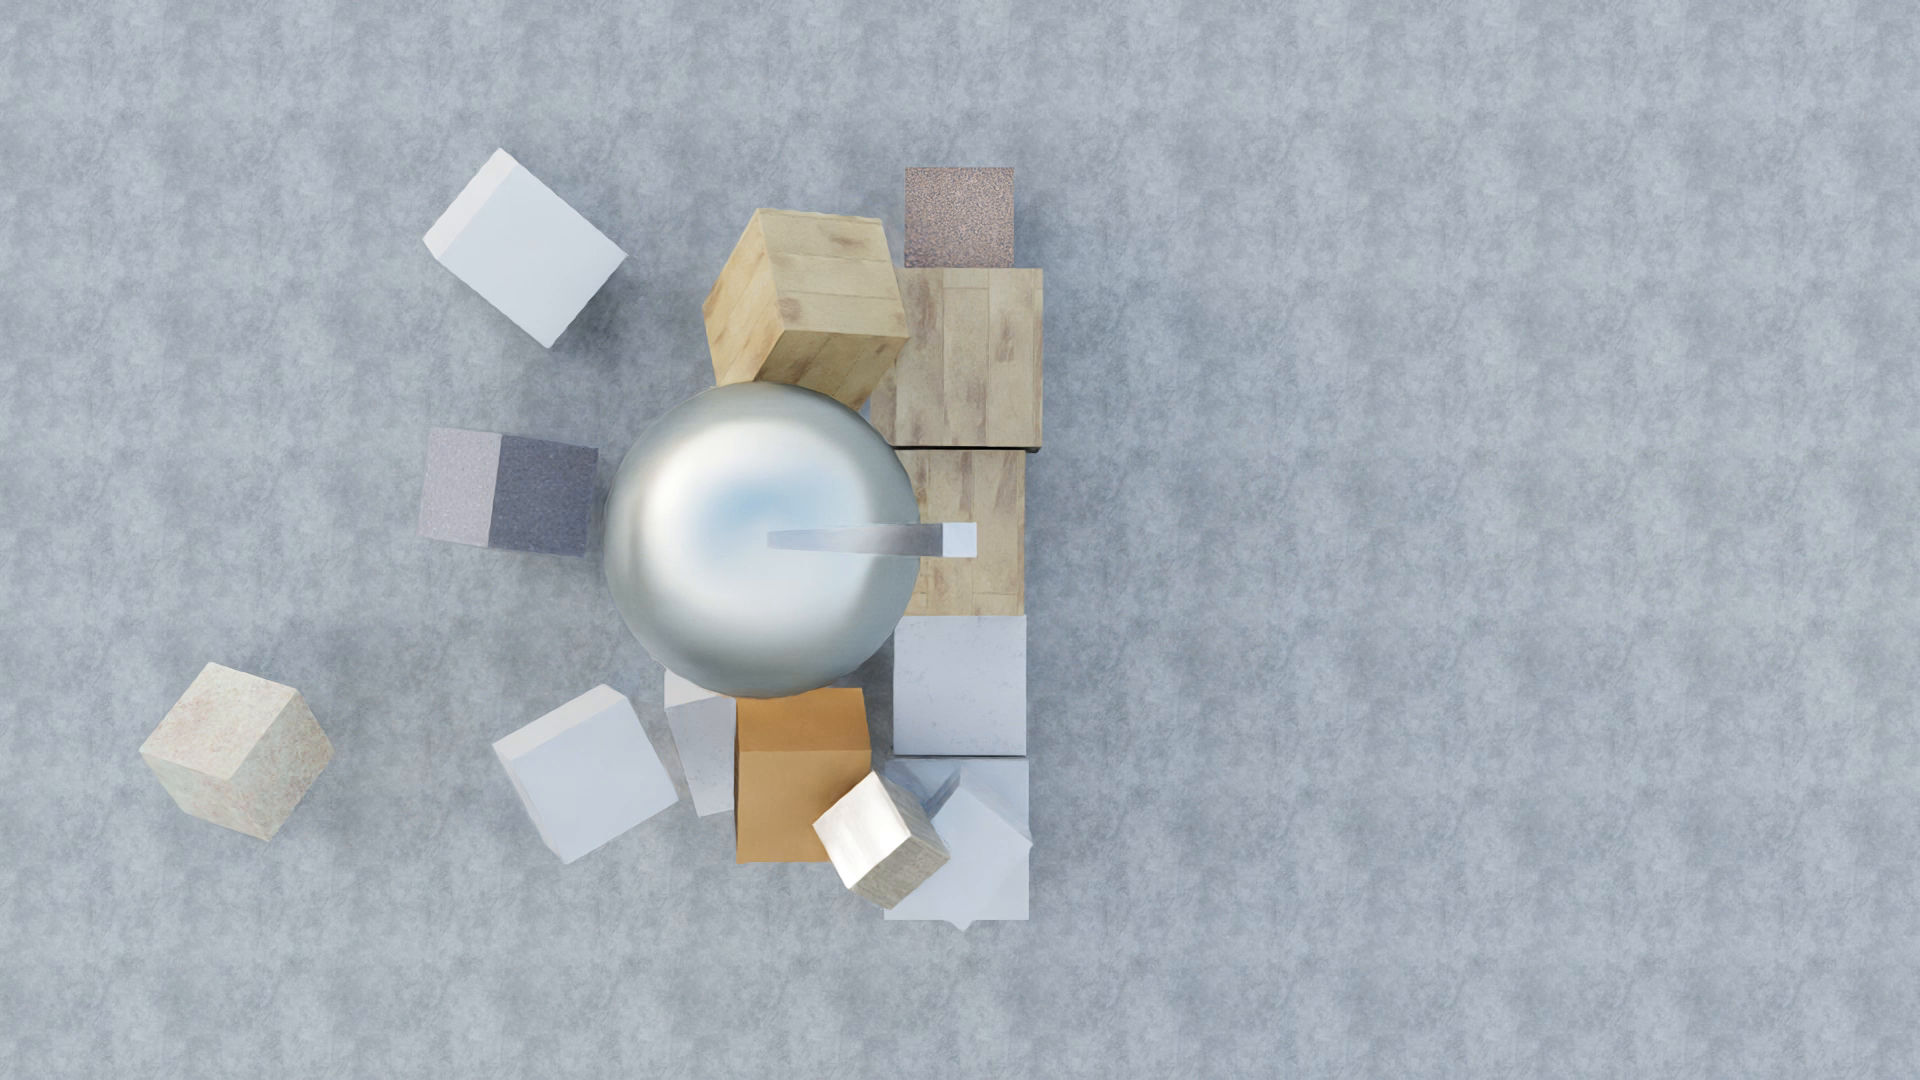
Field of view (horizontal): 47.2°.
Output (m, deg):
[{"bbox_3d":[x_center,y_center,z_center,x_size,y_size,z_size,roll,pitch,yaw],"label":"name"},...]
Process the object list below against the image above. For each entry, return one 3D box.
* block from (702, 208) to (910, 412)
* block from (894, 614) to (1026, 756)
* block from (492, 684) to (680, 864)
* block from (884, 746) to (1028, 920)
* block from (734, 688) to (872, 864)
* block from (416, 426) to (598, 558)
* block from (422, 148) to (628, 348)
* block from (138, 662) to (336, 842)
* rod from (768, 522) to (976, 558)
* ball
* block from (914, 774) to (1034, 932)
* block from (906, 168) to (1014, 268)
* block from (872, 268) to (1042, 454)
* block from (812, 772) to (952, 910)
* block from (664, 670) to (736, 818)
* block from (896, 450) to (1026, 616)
[{"bbox_3d":[-0.853,-1.186,11.942,0.720,0.916,0.776,1,60,-28],"label":"block"},{"bbox_3d":[-0.001,0.813,12.652,0.742,0.696,0.781,0,90,0],"label":"block"},{"bbox_3d":[-2.030,1.255,11.909,0.686,0.598,0.638,-29,103,-17],"label":"block"},{"bbox_3d":[-0.019,1.651,12.540,0.792,0.919,0.872,0,90,0],"label":"block"},{"bbox_3d":[-0.861,1.262,11.866,0.685,0.652,0.696,0,116,-8],"label":"block"},{"bbox_3d":[-2.575,-0.273,12.521,0.687,0.670,0.628,8,90,43],"label":"block"},{"bbox_3d":[-2.477,-1.665,12.482,0.788,0.761,0.691,40,90,-25],"label":"block"},{"bbox_3d":[-4.069,1.193,12.420,0.639,0.592,0.653,14,53,22],"label":"block"},{"bbox_3d":[-0.428,0.000,7.670,0.080,5.200,0.080,0,90,-9],"label":"rod"},{"bbox_3d":[-0.989,0.000,11.024,1.600,1.600,1.600,0,90,0],"label":"ball"},{"bbox_3d":[0.008,1.672,11.805,0.495,0.552,0.589,38,90,0],"label":"block"},{"bbox_3d":[-0.003,-1.792,12.655,0.608,0.691,0.590,0,90,0],"label":"block"},{"bbox_3d":[-0.016,-1.000,12.518,0.936,0.963,0.974,0,90,0],"label":"block"},{"bbox_3d":[-0.405,1.559,11.389,0.436,0.401,0.455,-41,50,8],"label":"block"},{"bbox_3d":[-1.209,0.974,12.486,0.754,0.777,0.737,-13,117,0],"label":"block"},{"bbox_3d":[-0.029,-0.041,12.574,0.774,0.853,0.916,1,90,0],"label":"block"}]
